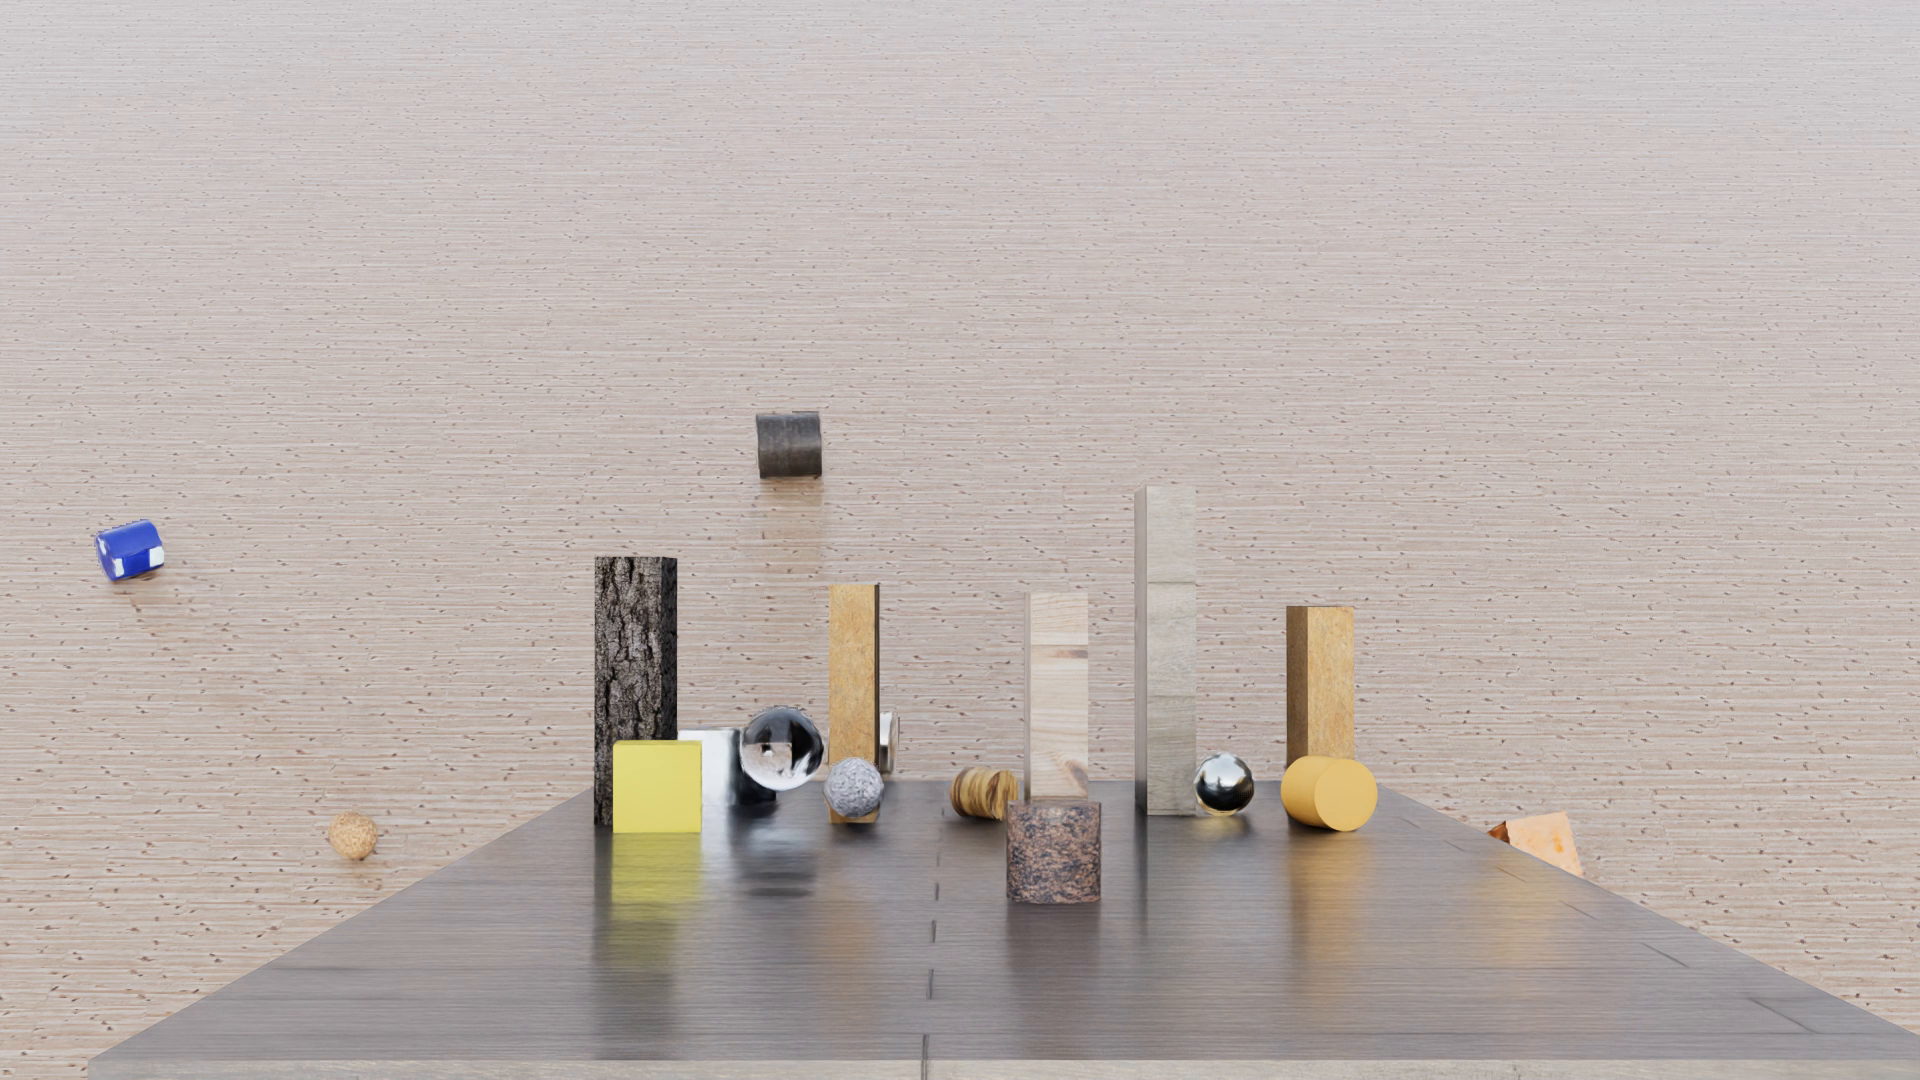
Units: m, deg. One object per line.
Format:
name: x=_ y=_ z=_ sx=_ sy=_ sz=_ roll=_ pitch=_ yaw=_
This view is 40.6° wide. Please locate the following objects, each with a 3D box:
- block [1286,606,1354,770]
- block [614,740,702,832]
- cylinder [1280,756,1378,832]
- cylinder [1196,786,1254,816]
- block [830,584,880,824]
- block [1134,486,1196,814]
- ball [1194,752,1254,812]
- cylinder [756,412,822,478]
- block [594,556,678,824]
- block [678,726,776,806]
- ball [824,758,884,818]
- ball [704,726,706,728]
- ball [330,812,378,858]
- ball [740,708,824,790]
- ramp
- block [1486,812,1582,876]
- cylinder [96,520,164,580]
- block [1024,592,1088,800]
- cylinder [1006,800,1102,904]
block: x=0.789 y=0.376 z=5.693 sx=0.098 sy=0.461 sz=0.360 roll=0 pitch=-1 yaw=0
block: x=-0.629 y=0.512 z=5.413 sx=0.179 sy=0.179 sz=0.179 roll=0 pitch=-1 yaw=-5
cylinder: x=0.770 y=0.527 z=5.415 sx=0.148 sy=0.148 sz=0.148 roll=-14 pitch=4 yaw=-20
cylinder: x=0.586 y=0.552 z=5.733 sx=0.110 sy=0.110 sz=0.110 roll=10 pitch=2 yaw=16
block: x=-0.231 y=0.353 z=5.716 sx=0.097 sy=0.508 sz=0.359 roll=0 pitch=-1 yaw=0
block: x=0.468 y=0.248 z=5.946 sx=0.108 sy=0.727 sz=0.414 roll=0 pitch=-1 yaw=0
ball: x=0.564 y=0.517 z=5.536 sx=0.124 sy=0.124 sz=0.124 roll=0 pitch=33 yaw=0
cylinder: x=-0.537 y=-0.298 z=8.145 sx=0.196 sy=0.196 sz=0.196 roll=-3 pitch=33 yaw=-5
block: x=-0.705 y=0.322 z=5.662 sx=0.142 sy=0.568 sz=0.314 roll=0 pitch=-1 yaw=0
block: x=-0.548 y=0.529 z=6.087 sx=0.171 sy=0.171 sz=0.171 roll=-1 pitch=-1 yaw=24
ball: x=-0.224 y=0.524 z=5.471 sx=0.125 sy=0.125 sz=0.125 roll=0 pitch=33 yaw=0
ball: x=-0.656 y=0.559 z=6.811 sx=0.140 sy=0.140 sz=0.140 roll=0 pitch=33 yaw=0
ball: x=-1.543 y=0.751 z=6.602 sx=0.120 sy=0.120 sz=0.120 roll=0 pitch=33 yaw=0
ball: x=-0.408 y=0.478 z=5.929 sx=0.190 sy=0.190 sz=0.190 roll=0 pitch=33 yaw=0
ramp: x=0.073 y=0.639 z=4.752 sx=2.000 sy=0.100 sz=4.000 roll=0 pitch=-1 yaw=0
block: x=1.423 y=0.783 z=6.453 sx=0.162 sy=0.162 sz=0.162 roll=-8 pitch=73 yaw=-12
cylinder: x=-2.457 y=0.031 z=7.680 sx=0.146 sy=0.146 sz=0.146 roll=-19 pitch=38 yaw=-32
block: x=0.164 y=0.338 z=4.493 sx=0.095 sy=0.493 sz=0.430 roll=0 pitch=-1 yaw=0
cylinder: x=0.152 y=0.503 z=4.199 sx=0.153 sy=0.153 sz=0.153 roll=0 pitch=-1 yaw=0
